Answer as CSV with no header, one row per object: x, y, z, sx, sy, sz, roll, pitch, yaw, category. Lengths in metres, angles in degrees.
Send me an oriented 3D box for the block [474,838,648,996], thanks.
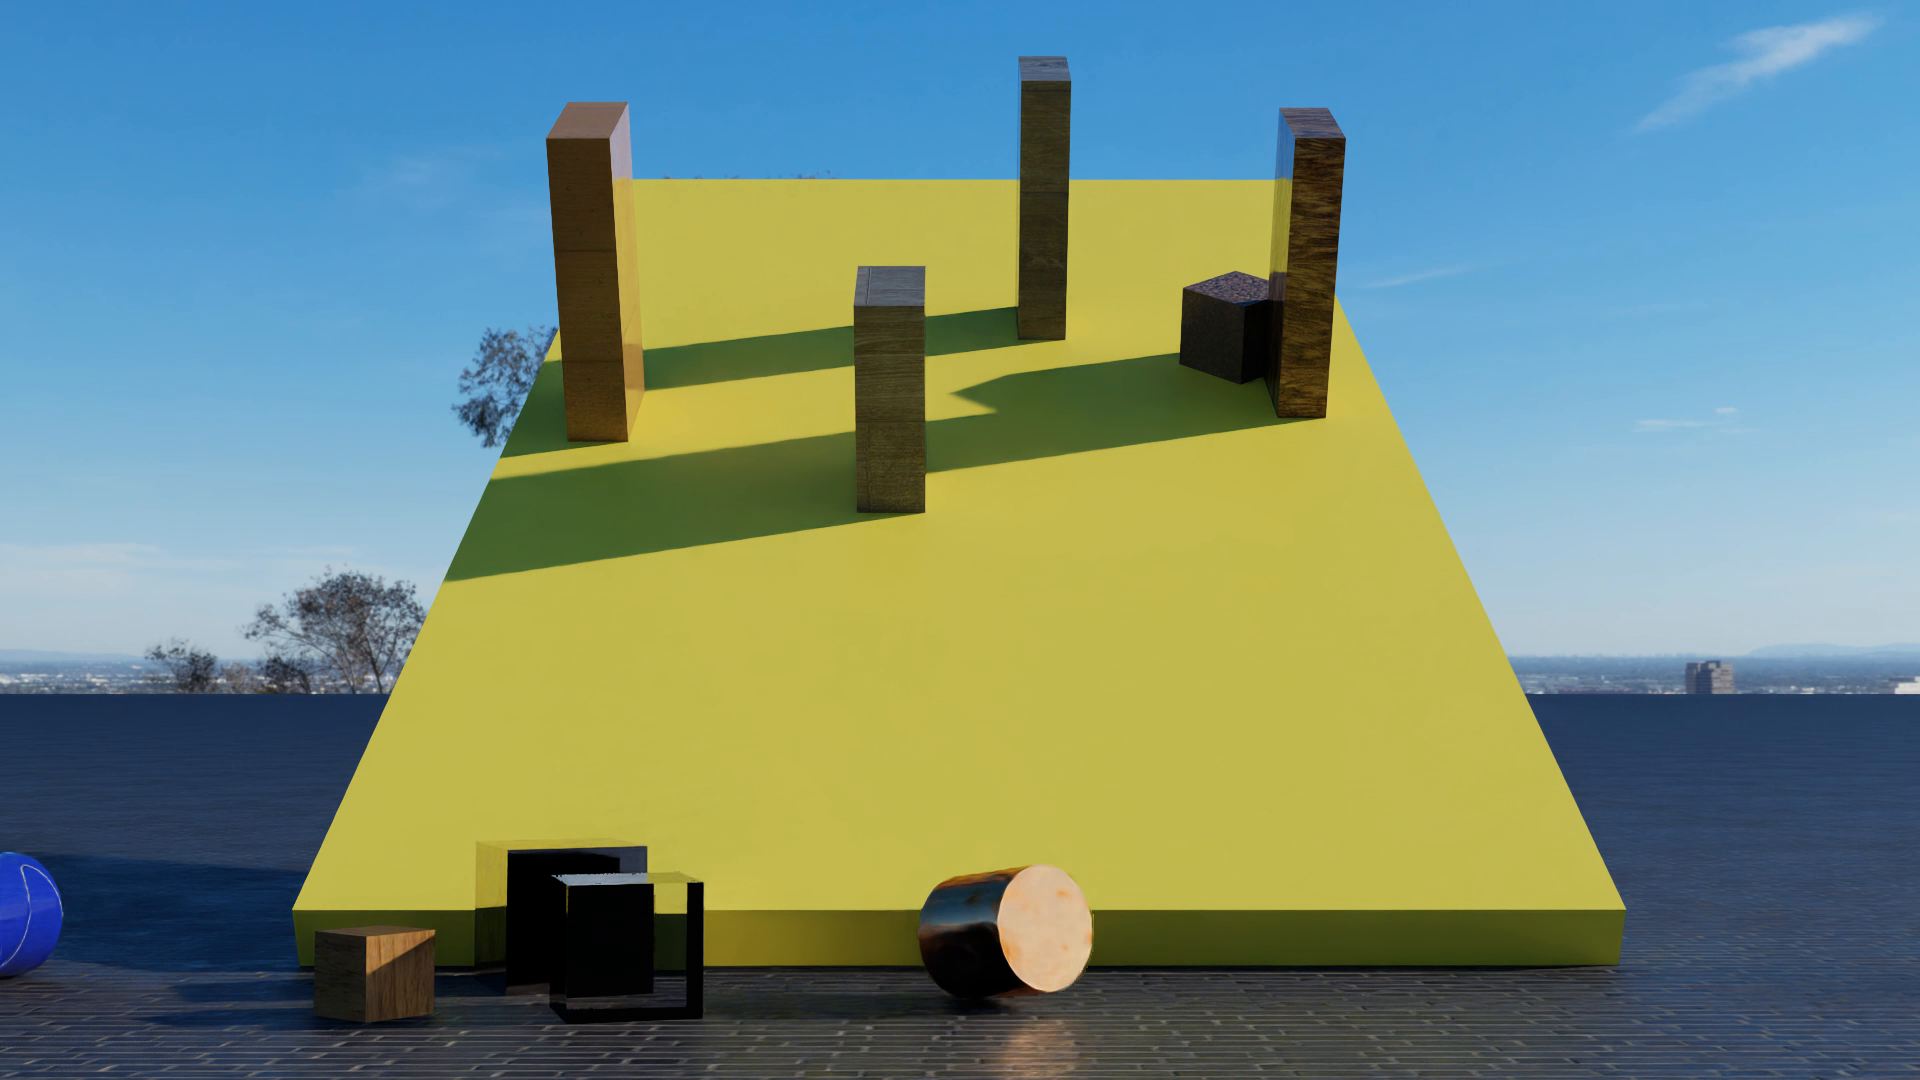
-0.570,0.532,3.324,0.199,0.199,0.199,2,-4,-24,block

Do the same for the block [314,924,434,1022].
-0.756,0.558,3.012,0.107,0.107,0.107,-3,-5,39,block

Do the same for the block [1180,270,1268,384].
0.669,-0.513,5.611,0.194,0.194,0.194,-21,32,-39,block

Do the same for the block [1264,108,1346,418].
0.781,-0.631,5.319,0.110,0.652,0.271,0,24,0,block

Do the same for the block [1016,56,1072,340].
0.204,-0.848,5.795,0.119,0.650,0.259,0,24,0,block

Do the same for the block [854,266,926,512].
-0.143,-0.315,4.862,0.141,0.451,0.259,0,24,0,block

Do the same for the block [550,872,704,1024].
-0.435,0.527,3.033,0.172,0.172,0.172,1,-4,-17,block

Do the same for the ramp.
-0.008,-0.229,5.338,2.000,0.100,4.000,0,24,0,ramp

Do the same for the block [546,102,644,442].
-0.805,-0.597,5.192,0.134,0.688,0.315,0,24,0,block

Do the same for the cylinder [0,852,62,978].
-1.414,0.542,3.327,0.180,0.180,0.180,-1,-4,16,cylinder

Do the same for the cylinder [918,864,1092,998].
0.060,0.524,3.115,0.165,0.165,0.165,3,-14,-40,cylinder
